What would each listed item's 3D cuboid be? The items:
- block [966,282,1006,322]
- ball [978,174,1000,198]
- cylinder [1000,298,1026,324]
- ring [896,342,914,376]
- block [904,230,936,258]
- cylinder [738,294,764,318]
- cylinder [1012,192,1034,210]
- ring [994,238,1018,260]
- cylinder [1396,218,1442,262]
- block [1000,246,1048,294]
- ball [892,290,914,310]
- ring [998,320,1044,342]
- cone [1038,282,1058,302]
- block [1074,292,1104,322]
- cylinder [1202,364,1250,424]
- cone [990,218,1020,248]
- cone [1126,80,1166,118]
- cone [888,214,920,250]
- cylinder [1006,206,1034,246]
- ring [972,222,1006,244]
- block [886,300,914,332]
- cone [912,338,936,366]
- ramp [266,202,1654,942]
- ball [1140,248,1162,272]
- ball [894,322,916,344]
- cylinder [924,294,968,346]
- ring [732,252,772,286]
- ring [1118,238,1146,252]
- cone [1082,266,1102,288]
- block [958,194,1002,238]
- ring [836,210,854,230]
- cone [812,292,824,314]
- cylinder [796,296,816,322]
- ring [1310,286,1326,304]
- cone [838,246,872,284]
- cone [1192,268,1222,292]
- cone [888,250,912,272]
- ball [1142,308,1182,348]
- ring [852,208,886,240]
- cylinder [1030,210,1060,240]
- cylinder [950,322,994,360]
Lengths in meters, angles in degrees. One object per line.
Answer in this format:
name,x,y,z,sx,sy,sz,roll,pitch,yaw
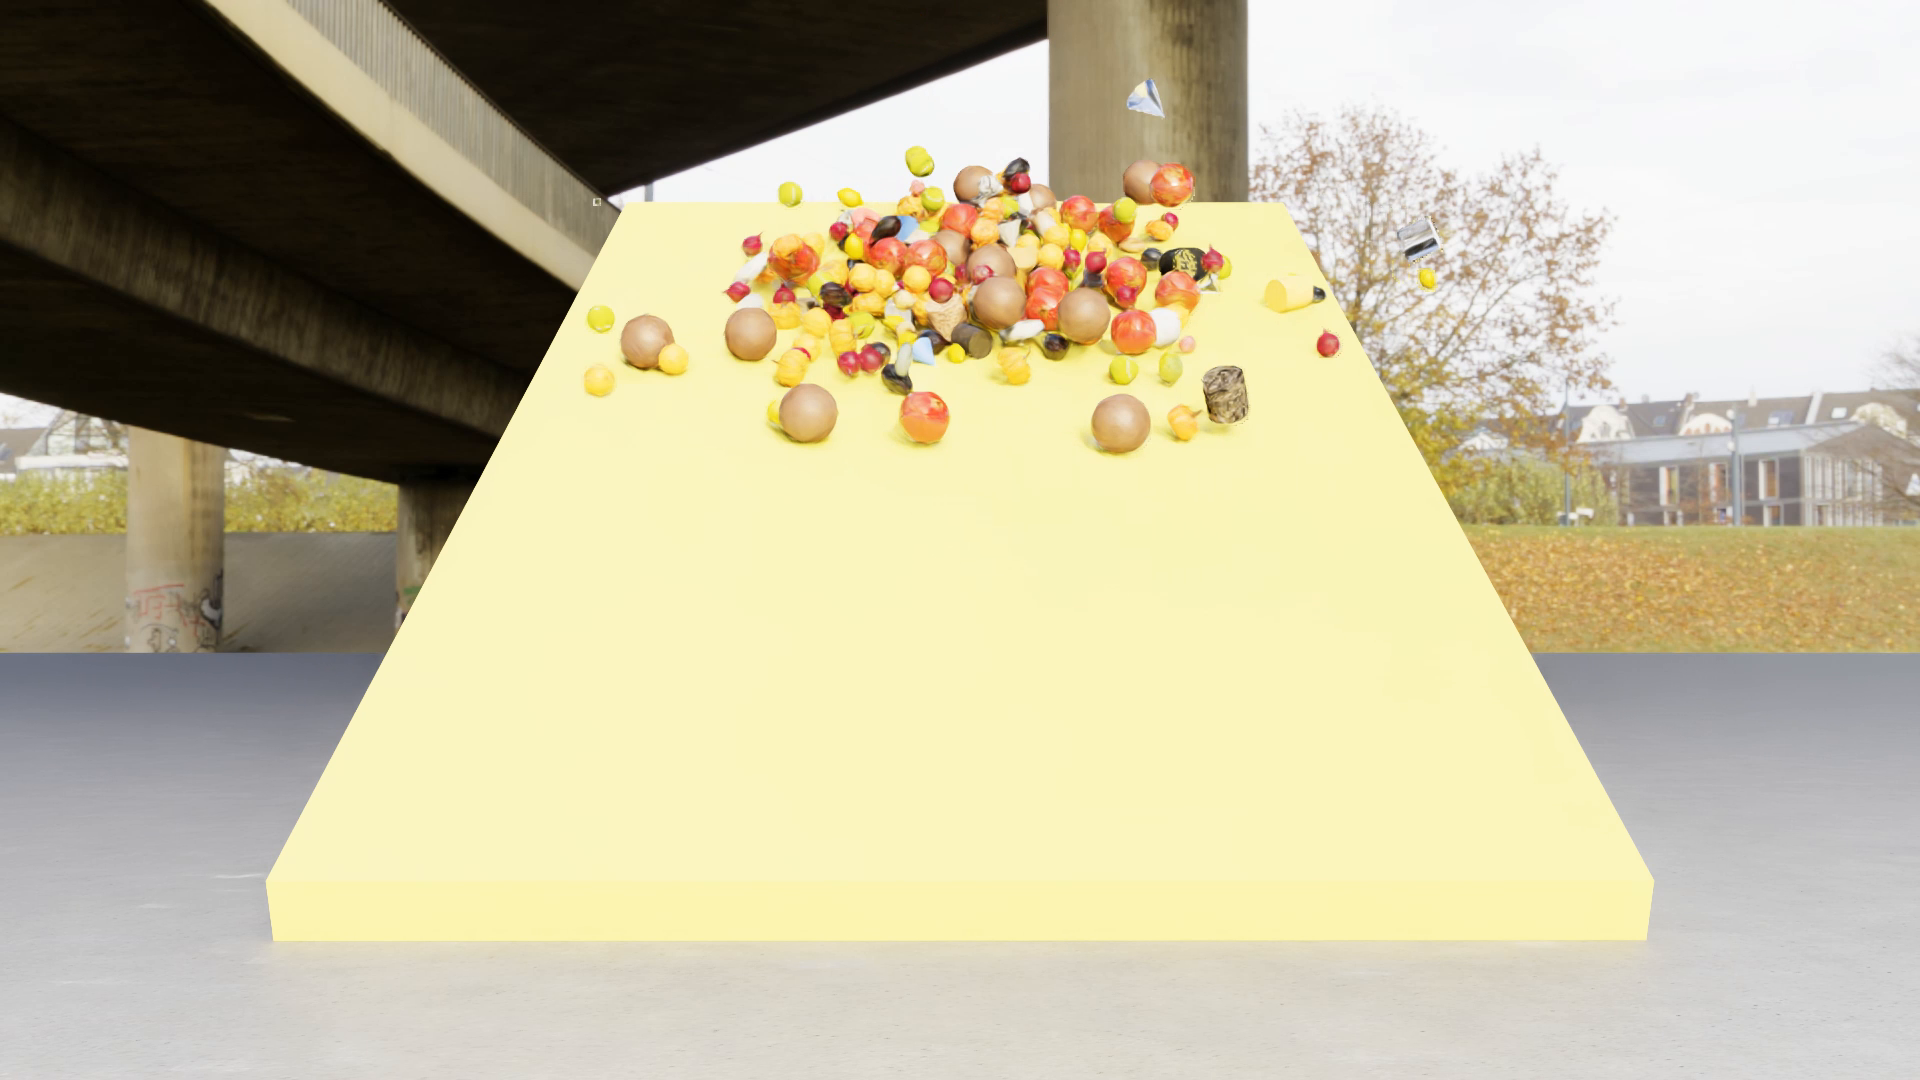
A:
block,0.065,-0.587,5.690,0.069,0.069,0.069,-5,26,19
ball,0.083,-1.000,6.506,0.065,0.065,0.065,0,-3,0
cylinder,0.128,-0.573,5.827,0.059,0.059,0.059,1,24,-19
ring,-0.127,-0.412,5.243,0.026,0.079,0.079,14,-1,8
block,-0.111,-0.813,6.310,0.052,0.052,0.052,-43,27,-12
cylinder,-0.537,-0.600,5.898,0.053,0.053,0.053,-1,21,17
cylinder,0.181,-0.968,6.610,0.050,0.050,0.050,-20,14,5
ring,0.102,-0.818,6.431,0.127,0.042,0.127,-9,27,4
cylinder,1.227,-0.804,6.156,0.091,0.091,0.091,-22,-10,18
block,0.169,-0.716,6.104,0.087,0.087,0.087,-9,-43,-21
ball,-0.135,-0.574,5.514,0.051,0.051,0.051,0,-3,0
ring,0.151,-0.516,5.662,0.116,0.039,0.116,-11,9,2
cone,0.224,-0.641,6.039,0.054,0.054,0.054,16,-38,12
block,0.331,-0.598,5.893,0.055,0.055,0.055,21,30,35
cylinder,0.580,-0.318,5.023,0.092,0.092,0.092,-10,39,8
cone,0.135,-0.819,6.262,0.089,0.089,0.089,-17,8,2
cone,0.519,-1.170,6.200,0.100,0.100,0.100,37,-21,-26
cone,-0.139,-0.871,6.496,0.098,0.098,0.098,-1,11,20
cylinder,0.170,-0.889,6.526,0.081,0.081,0.081,3,-47,-52
ring,0.083,-0.847,6.373,0.115,0.038,0.115,-23,4,2
block,-0.152,-0.566,5.801,0.065,0.065,0.065,2,22,4
cone,-0.078,-0.438,5.535,0.071,0.071,0.071,48,23,26
ramp,-0.007,-0.223,5.184,2.000,0.100,4.000,0,22,0
ball,0.525,-0.767,6.293,0.066,0.066,0.066,0,-3,0
ball,-0.136,-0.511,5.682,0.055,0.055,0.055,0,-3,0
cylinder,-0.029,-0.543,5.678,0.095,0.095,0.095,-13,29,7
ring,-0.546,-0.711,6.050,0.121,0.040,0.121,-37,11,9
ring,0.486,-0.832,6.502,0.082,0.027,0.082,-1,23,0
cone,0.337,-0.674,5.992,0.054,0.054,0.054,1,-32,-16
block,0.057,-0.918,6.570,0.090,0.090,0.090,-38,20,18
ring,-0.329,-0.932,6.708,0.077,0.077,0.026,-3,-39,45
cone,-0.378,-0.614,5.931,0.053,0.053,0.053,1,20,0
cylinder,-0.394,-0.588,5.871,0.052,0.052,0.052,-1,23,0
ring,0.916,-0.643,6.039,0.094,0.031,0.094,-1,22,1
cone,-0.284,-0.751,6.215,0.094,0.094,0.094,0,22,0
cone,0.645,-0.673,6.106,0.073,0.073,0.073,-25,-13,22
cone,-0.171,-0.753,6.269,0.060,0.060,0.060,-17,2,-16
ball,0.495,-0.522,5.656,0.096,0.096,0.096,0,-3,0
ring,-0.254,-0.887,6.449,0.110,0.110,0.037,2,-41,-40
cylinder,0.235,-0.872,6.374,0.059,0.059,0.059,-30,-13,-8
cylinder,0.029,-0.484,5.591,0.075,0.075,0.075,2,16,-41
